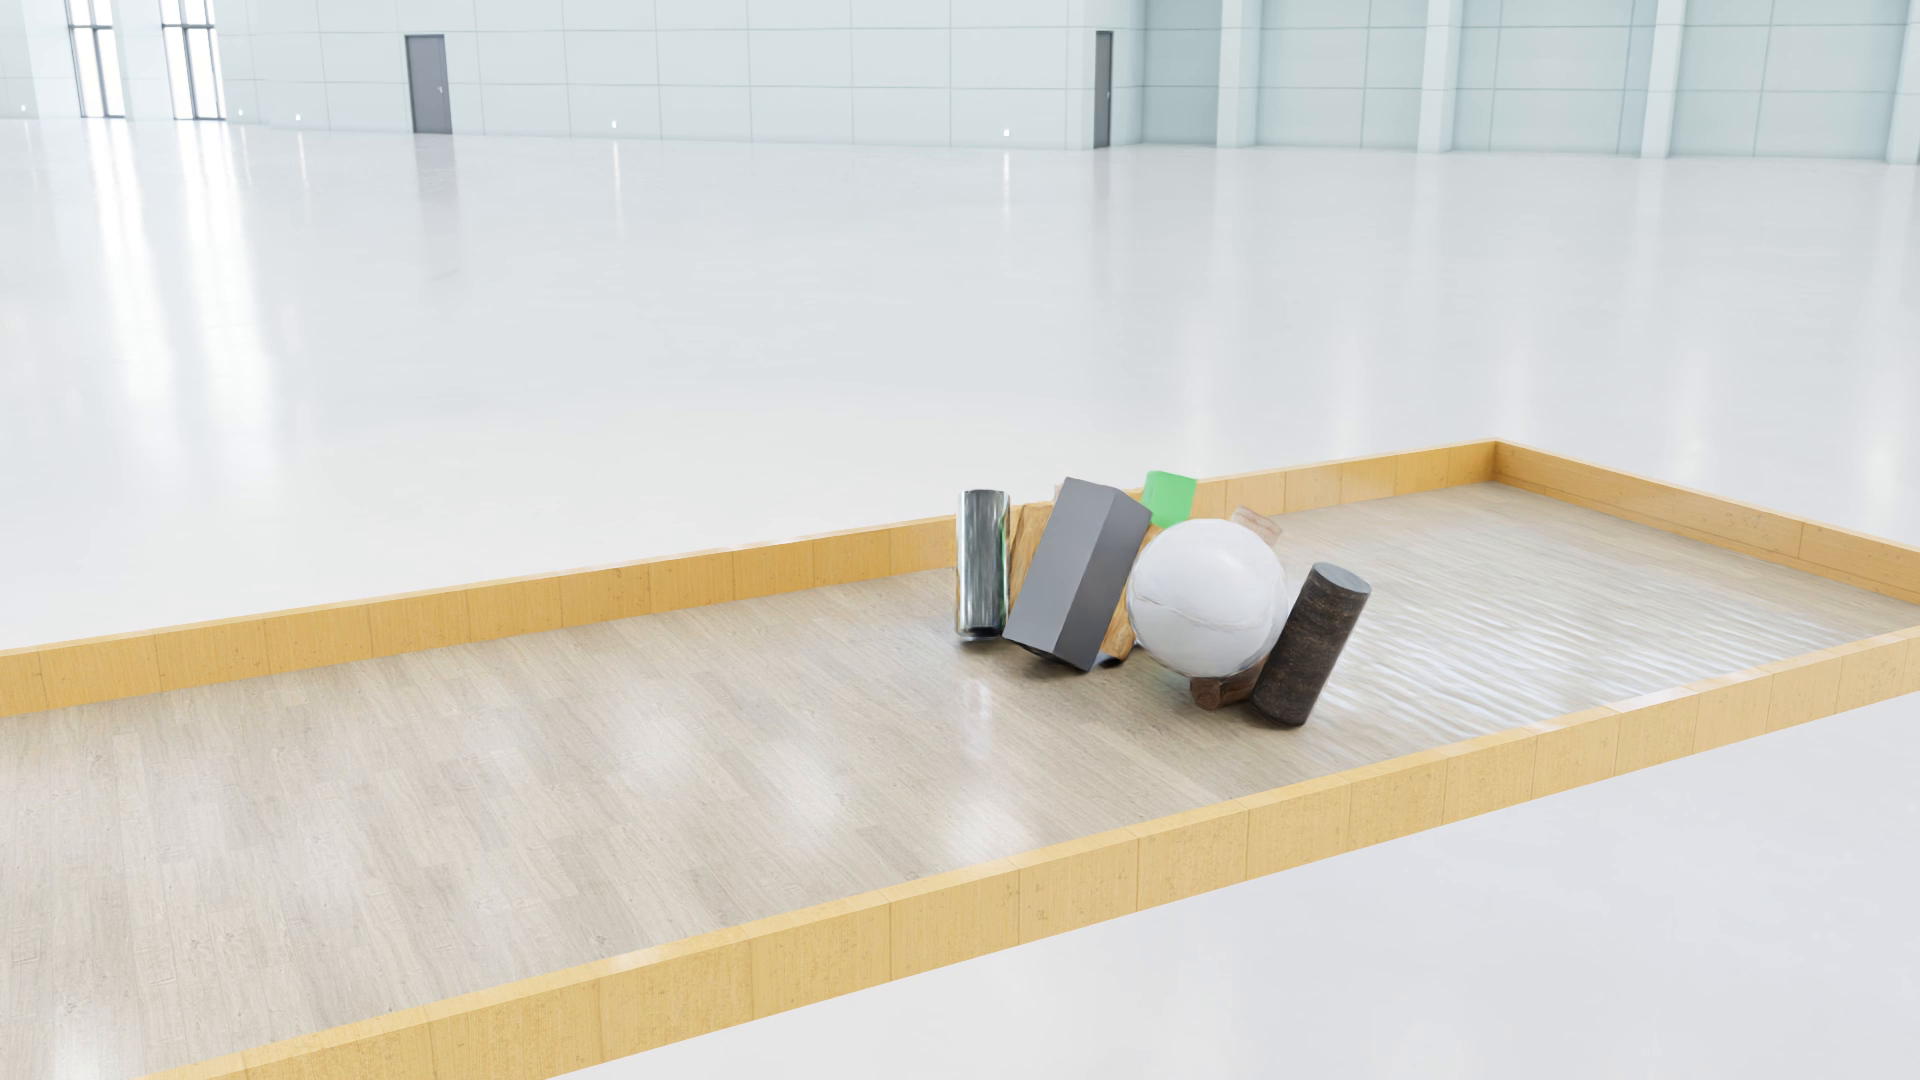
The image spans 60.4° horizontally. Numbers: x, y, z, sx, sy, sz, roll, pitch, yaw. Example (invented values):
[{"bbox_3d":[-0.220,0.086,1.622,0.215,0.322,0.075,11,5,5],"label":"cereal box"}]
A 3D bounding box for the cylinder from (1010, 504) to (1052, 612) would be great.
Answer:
[{"bbox_3d":[0.184,0.075,4.484,0.111,0.329,0.111,14,1,0],"label":"cylinder"}]

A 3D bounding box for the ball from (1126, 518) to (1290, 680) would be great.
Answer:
[{"bbox_3d":[0.577,0.137,3.850,0.377,0.377,0.377,0,16,0],"label":"ball"}]

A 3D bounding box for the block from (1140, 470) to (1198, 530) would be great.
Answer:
[{"bbox_3d":[0.517,0.042,4.383,0.109,0.440,0.109,12,1,-8],"label":"block"}]

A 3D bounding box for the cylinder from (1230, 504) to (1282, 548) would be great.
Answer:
[{"bbox_3d":[0.638,0.127,4.097,0.125,0.425,0.125,30,1,-1],"label":"cylinder"}]

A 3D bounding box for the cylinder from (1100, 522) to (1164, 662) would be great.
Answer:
[{"bbox_3d":[0.456,0.134,4.269,0.108,0.350,0.108,27,-1,1],"label":"cylinder"}]

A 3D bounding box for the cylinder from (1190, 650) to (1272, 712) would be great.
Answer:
[{"bbox_3d":[0.730,0.331,4.052,0.354,0.101,0.101,-12,20,-35],"label":"cylinder"}]

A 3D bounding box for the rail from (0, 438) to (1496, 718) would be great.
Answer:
[{"bbox_3d":[-3.305,0.497,3.399,12.000,0.150,0.050,-9,18,-27],"label":"rail"}]

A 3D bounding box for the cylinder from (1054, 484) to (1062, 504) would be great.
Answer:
[{"bbox_3d":[0.312,0.028,4.621,0.106,0.361,0.106,0,16,0],"label":"cylinder"}]

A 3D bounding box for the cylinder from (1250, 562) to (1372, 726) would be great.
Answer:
[{"bbox_3d":[0.814,0.243,3.840,0.144,0.360,0.144,19,20,-7],"label":"cylinder"}]

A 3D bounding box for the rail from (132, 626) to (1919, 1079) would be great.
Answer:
[{"bbox_3d":[-2.336,1.006,1.665,12.000,0.150,0.050,-9,18,-27],"label":"rail"}]

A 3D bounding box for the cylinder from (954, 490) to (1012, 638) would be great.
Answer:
[{"bbox_3d":[0.062,0.065,4.428,0.147,0.376,0.147,1,-15,0],"label":"cylinder"}]

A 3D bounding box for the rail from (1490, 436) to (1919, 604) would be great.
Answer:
[{"bbox_3d":[2.466,-0.048,5.253,0.050,0.150,2.100,-9,18,-27],"label":"rail"}]

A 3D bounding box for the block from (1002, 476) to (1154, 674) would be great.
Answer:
[{"bbox_3d":[0.302,0.088,4.223,0.173,0.446,0.173,16,-10,43],"label":"block"}]
